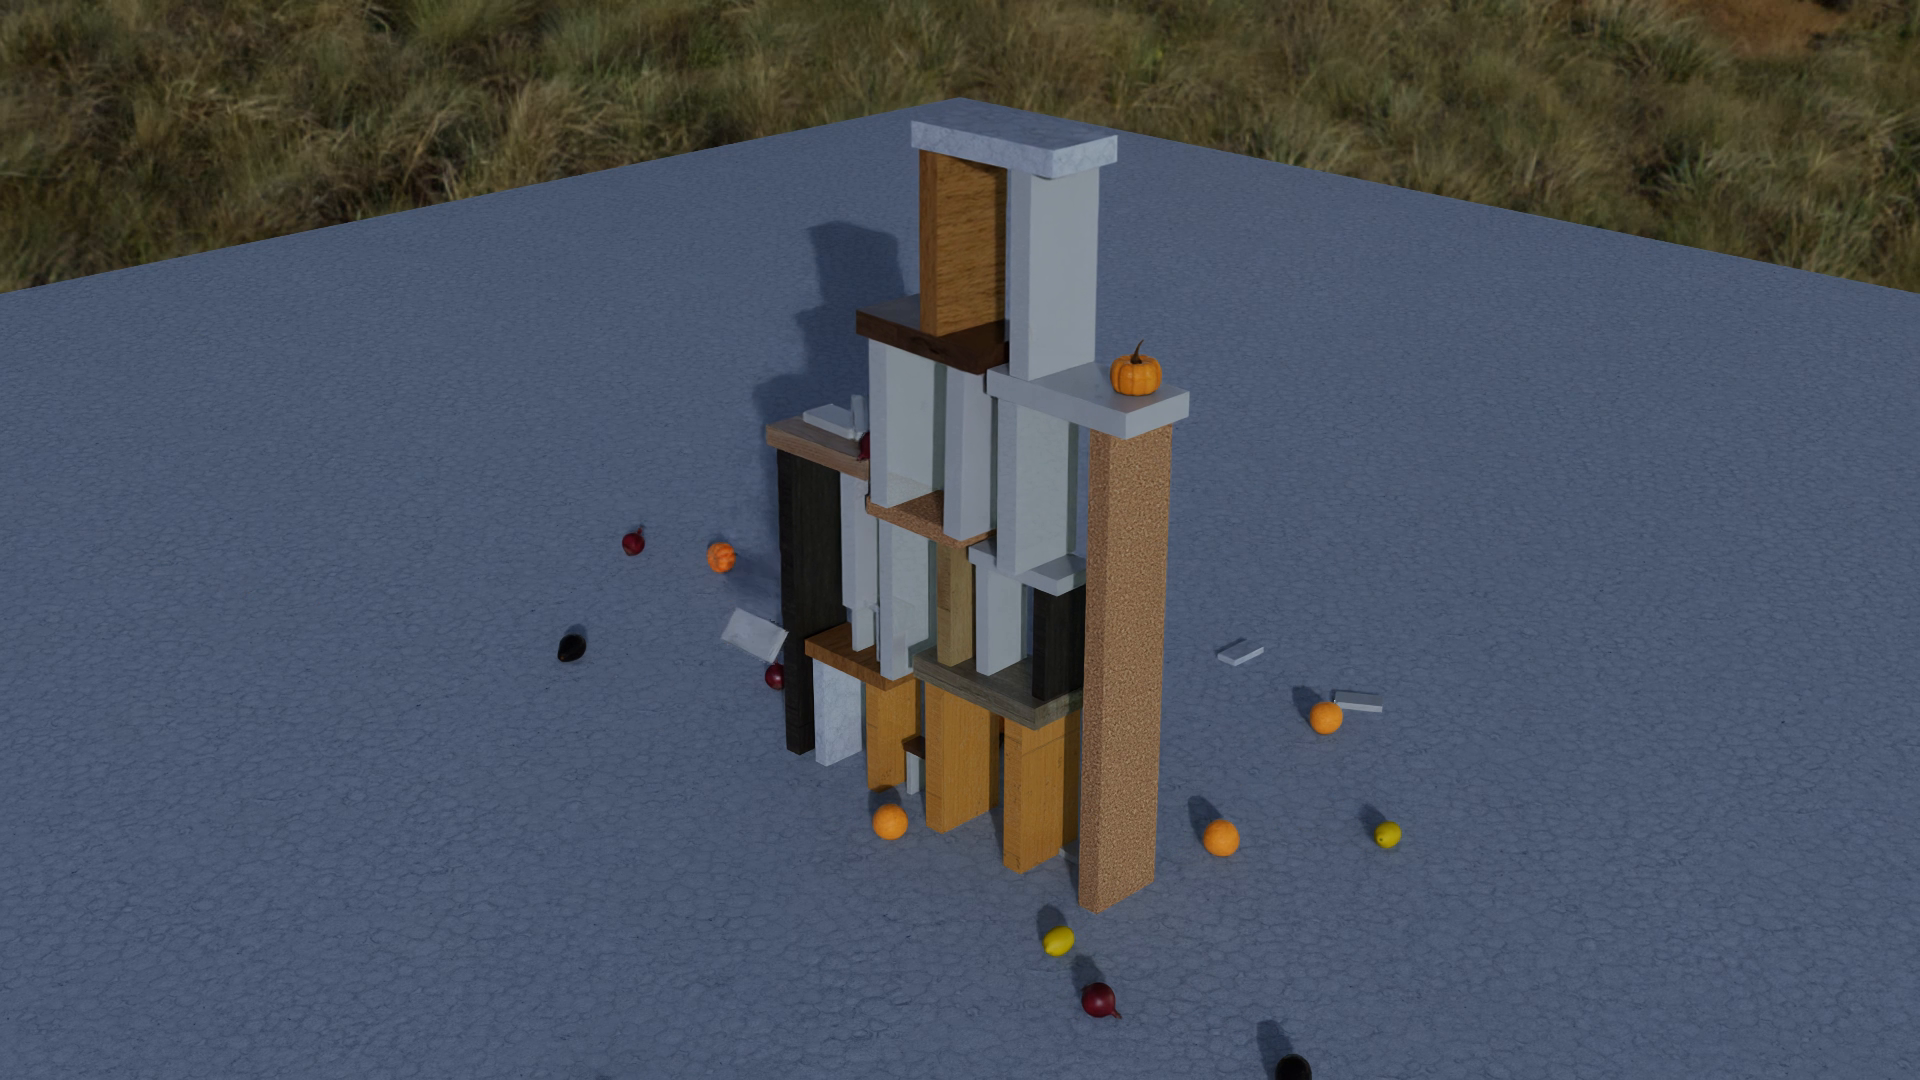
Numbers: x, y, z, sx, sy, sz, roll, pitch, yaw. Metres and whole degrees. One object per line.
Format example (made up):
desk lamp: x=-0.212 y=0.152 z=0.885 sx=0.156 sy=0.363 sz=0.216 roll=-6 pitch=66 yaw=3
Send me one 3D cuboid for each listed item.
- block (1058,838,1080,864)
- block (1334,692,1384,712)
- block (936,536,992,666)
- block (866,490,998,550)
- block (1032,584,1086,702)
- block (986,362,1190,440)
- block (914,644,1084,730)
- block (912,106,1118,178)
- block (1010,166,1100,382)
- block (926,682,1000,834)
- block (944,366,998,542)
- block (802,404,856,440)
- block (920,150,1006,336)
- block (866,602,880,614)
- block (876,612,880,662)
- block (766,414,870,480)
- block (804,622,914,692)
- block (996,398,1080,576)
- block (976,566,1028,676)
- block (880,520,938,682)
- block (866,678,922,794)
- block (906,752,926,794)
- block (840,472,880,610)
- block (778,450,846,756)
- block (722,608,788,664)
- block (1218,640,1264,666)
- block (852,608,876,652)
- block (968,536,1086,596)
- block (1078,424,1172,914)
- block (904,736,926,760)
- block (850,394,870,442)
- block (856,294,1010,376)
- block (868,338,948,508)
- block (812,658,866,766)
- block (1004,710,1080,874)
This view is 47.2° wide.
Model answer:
block: x=0.251 y=0.603 z=4.320 sx=0.105 sy=0.015 sz=0.053 roll=-19 pitch=29 yaw=-37
block: x=0.888 y=0.360 z=4.894 sx=0.104 sy=0.015 sz=0.052 roll=5 pitch=24 yaw=12
block: x=0.013 y=0.106 z=4.241 sx=0.036 sy=0.252 sz=0.126 roll=21 pitch=30 yaw=40
block: x=-0.049 y=-0.050 z=4.242 sx=0.126 sy=0.036 sz=0.252 roll=-21 pitch=31 yaw=-40
block: x=0.186 y=0.179 z=4.106 sx=0.112 sy=0.223 sz=0.032 roll=-21 pitch=31 yaw=-40
block: x=0.222 y=-0.259 z=3.866 sx=0.165 sy=0.047 sz=0.330 roll=-21 pitch=31 yaw=-40
block: x=0.081 y=0.268 z=4.242 sx=0.324 sy=0.046 sz=0.162 roll=21 pitch=31 yaw=40
block: x=0.093 y=-0.694 z=3.826 sx=0.334 sy=0.047 sz=0.167 roll=21 pitch=31 yaw=40
block: x=0.165 y=-0.476 z=3.845 sx=0.167 sy=0.369 sz=0.047 roll=-20 pitch=30 yaw=-39
block: x=0.005 y=0.408 z=4.385 sx=0.162 sy=0.324 sz=0.046 roll=-21 pitch=31 yaw=-41
block: x=0.049 y=-0.178 z=4.072 sx=0.166 sy=0.332 sz=0.047 roll=-20 pitch=32 yaw=-39
block: x=-0.243 y=-0.239 z=4.427 sx=0.072 sy=0.020 sz=0.144 roll=-20 pitch=30 yaw=-38
block: x=0.006 y=-0.549 z=3.972 sx=0.167 sy=0.334 sz=0.047 roll=-19 pitch=30 yaw=-38
block: x=-0.170 y=0.122 z=4.463 sx=0.054 sy=0.015 sz=0.109 roll=-21 pitch=31 yaw=-40
block: x=-0.145 y=0.190 z=4.463 sx=0.015 sy=0.109 sz=0.054 roll=22 pitch=31 yaw=40
block: x=-0.237 y=-0.193 z=4.397 sx=0.288 sy=0.041 sz=0.144 roll=21 pitch=31 yaw=40
block: x=-0.193 y=0.239 z=4.532 sx=0.243 sy=0.034 sz=0.121 roll=21 pitch=31 yaw=40
block: x=0.143 y=-0.116 z=4.012 sx=0.047 sy=0.330 sz=0.165 roll=21 pitch=31 yaw=40
block: x=0.080 y=0.137 z=4.204 sx=0.032 sy=0.223 sz=0.112 roll=19 pitch=30 yaw=39
block: x=-0.101 y=0.101 z=4.372 sx=0.036 sy=0.344 sz=0.126 roll=22 pitch=31 yaw=40
block: x=-0.136 y=0.389 z=4.533 sx=0.034 sy=0.243 sz=0.122 roll=21 pitch=31 yaw=41
block: x=-0.088 y=0.471 z=4.526 sx=0.014 sy=0.097 sz=0.049 roll=21 pitch=31 yaw=41
block: x=-0.170 y=-0.016 z=4.400 sx=0.144 sy=0.288 sz=0.041 roll=-21 pitch=31 yaw=-41
block: x=-0.305 y=0.116 z=4.605 sx=0.041 sy=0.690 sz=0.144 roll=21 pitch=31 yaw=40
block: x=-0.416 y=0.192 z=4.450 sx=0.144 sy=0.072 sz=0.020 roll=22 pitch=-7 yaw=41
block: x=0.654 y=0.263 z=5.123 sx=0.104 sy=0.015 sz=0.052 roll=-21 pitch=31 yaw=-40
block: x=-0.197 y=0.169 z=4.511 sx=0.015 sy=0.109 sz=0.054 roll=21 pitch=31 yaw=41
block: x=0.135 y=0.042 z=4.102 sx=0.223 sy=0.032 sz=0.112 roll=21 pitch=31 yaw=40
block: x=0.298 y=0.231 z=3.993 sx=0.047 sy=0.955 sz=0.165 roll=21 pitch=31 yaw=41
block: x=-0.065 y=0.429 z=4.483 sx=0.097 sy=0.014 sz=0.049 roll=21 pitch=31 yaw=41
block: x=-0.176 y=-0.241 z=4.381 sx=0.072 sy=0.020 sz=0.144 roll=4 pitch=34 yaw=-11
block: x=-0.021 y=-0.385 z=4.072 sx=0.166 sy=0.047 sz=0.332 roll=-20 pitch=30 yaw=-39
block: x=-0.096 y=-0.242 z=4.223 sx=0.047 sy=0.332 sz=0.166 roll=22 pitch=31 yaw=40
block: x=-0.251 y=0.344 z=4.639 sx=0.034 sy=0.243 sz=0.122 roll=21 pitch=31 yaw=41
block: x=0.158 y=0.467 z=4.245 sx=0.162 sy=0.324 sz=0.046 roll=-21 pitch=31 yaw=-40
